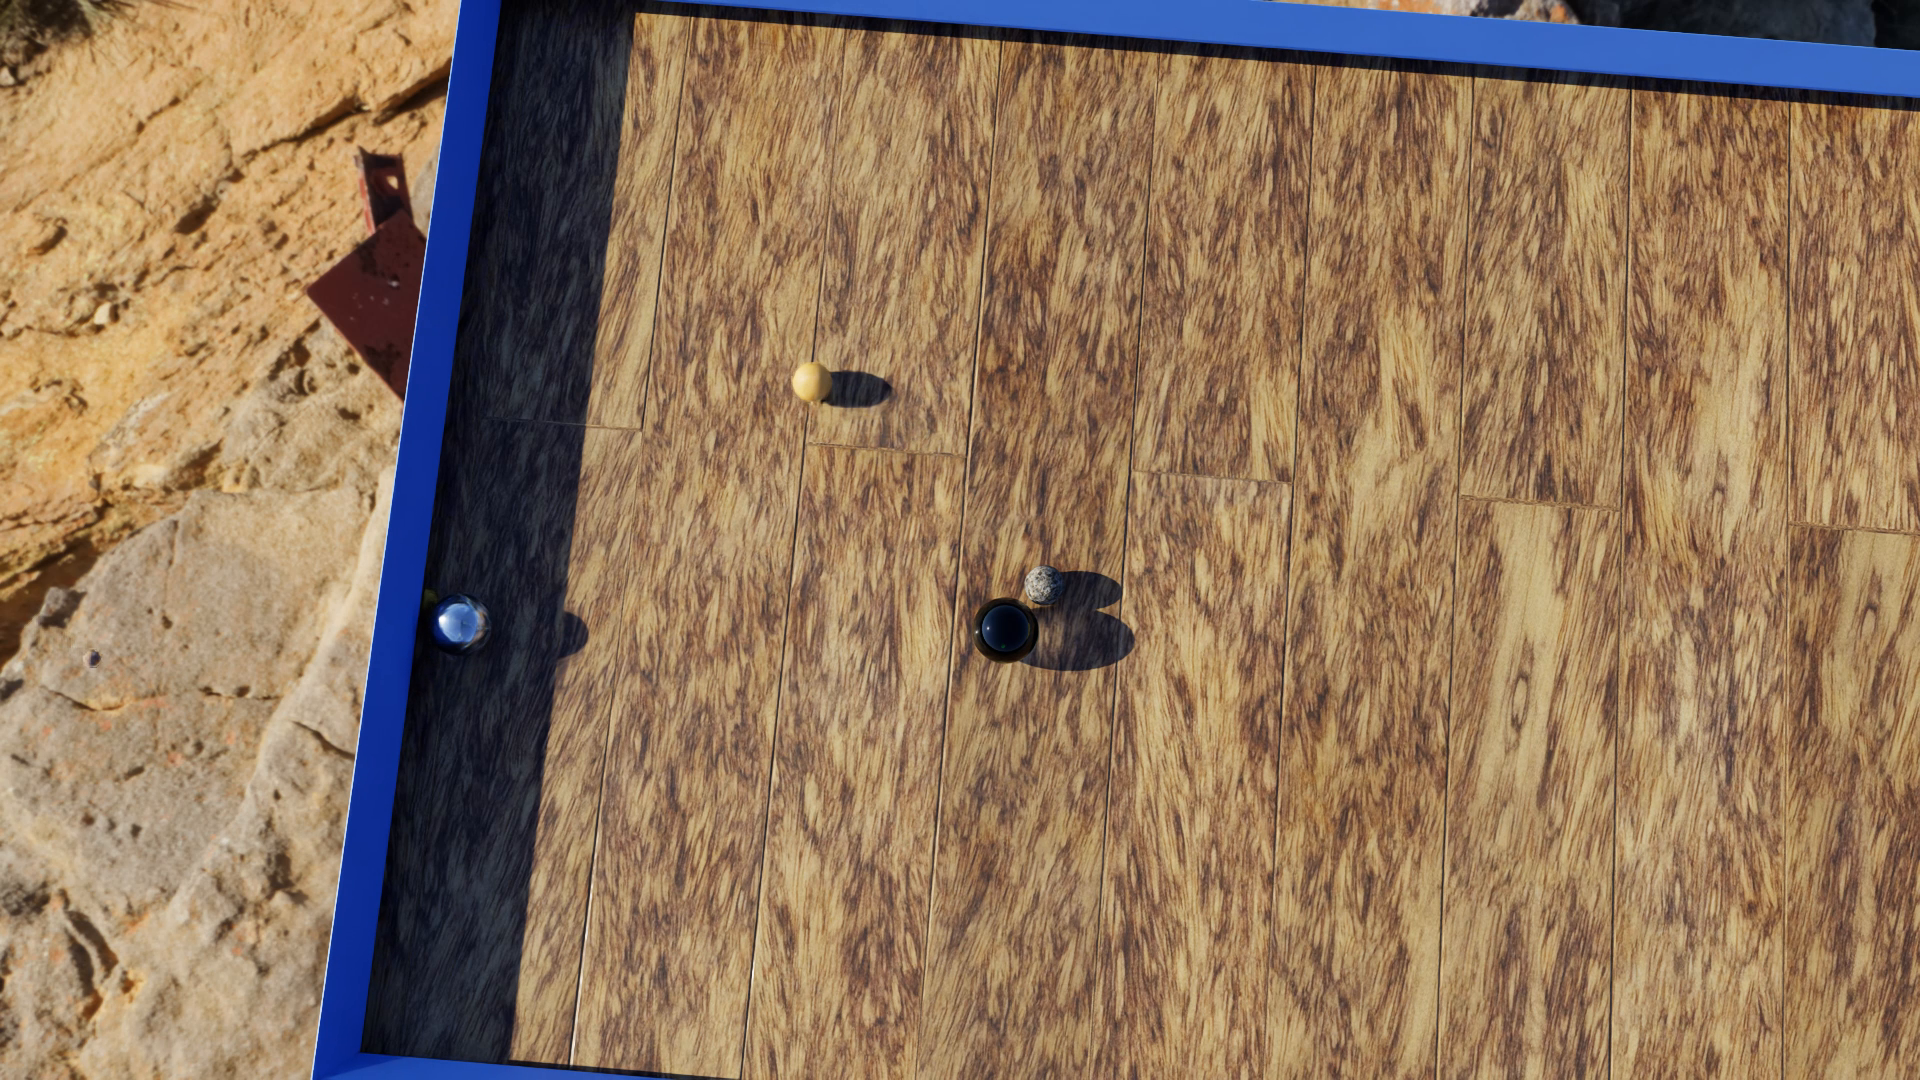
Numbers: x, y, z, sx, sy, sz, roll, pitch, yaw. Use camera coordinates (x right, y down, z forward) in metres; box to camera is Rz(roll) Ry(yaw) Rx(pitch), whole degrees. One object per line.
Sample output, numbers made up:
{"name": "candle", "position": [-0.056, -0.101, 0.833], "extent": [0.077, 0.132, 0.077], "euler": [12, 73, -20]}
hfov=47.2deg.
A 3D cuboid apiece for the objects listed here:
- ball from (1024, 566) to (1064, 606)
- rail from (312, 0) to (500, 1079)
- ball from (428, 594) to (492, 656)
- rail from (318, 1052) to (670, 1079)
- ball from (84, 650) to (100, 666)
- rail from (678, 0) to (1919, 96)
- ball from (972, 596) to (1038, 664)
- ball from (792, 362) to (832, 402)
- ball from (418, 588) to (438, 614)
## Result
{"name": "ball", "position": [0.126, 0.068, 3.293], "extent": [0.061, 0.061, 0.061], "euler": [0, 78, 0]}
{"name": "rail", "position": [-0.807, -0.072, 3.286], "extent": [0.045, 0.129, 1.726], "euler": [5, 78, 1]}
{"name": "ball", "position": [-0.741, 0.126, 3.264], "extent": [0.093, 0.093, 0.093], "euler": [0, 78, 0]}
{"name": "rail", "position": [0.762, 0.880, 3.089], "extent": [3.334, 0.129, 0.045], "euler": [5, 78, 1]}
{"name": "ball", "position": [-5.271, 0.716, 13.353], "extent": [0.097, 0.097, 0.097], "euler": [0, 78, 0]}
{"name": "rail", "position": [0.900, -0.758, 3.428], "extent": [3.334, 0.129, 0.045], "euler": [5, 78, 1]}
{"name": "ball", "position": [0.067, 0.134, 3.259], "extent": [0.099, 0.099, 0.099], "euler": [0, 78, 0]}
{"name": "ball", "position": [-0.224, -0.240, 3.357], "extent": [0.061, 0.061, 0.061], "euler": [0, 78, 0]}
{"name": "ball", "position": [-0.802, 0.091, 3.299], "extent": [0.040, 0.040, 0.040], "euler": [0, 78, 0]}
